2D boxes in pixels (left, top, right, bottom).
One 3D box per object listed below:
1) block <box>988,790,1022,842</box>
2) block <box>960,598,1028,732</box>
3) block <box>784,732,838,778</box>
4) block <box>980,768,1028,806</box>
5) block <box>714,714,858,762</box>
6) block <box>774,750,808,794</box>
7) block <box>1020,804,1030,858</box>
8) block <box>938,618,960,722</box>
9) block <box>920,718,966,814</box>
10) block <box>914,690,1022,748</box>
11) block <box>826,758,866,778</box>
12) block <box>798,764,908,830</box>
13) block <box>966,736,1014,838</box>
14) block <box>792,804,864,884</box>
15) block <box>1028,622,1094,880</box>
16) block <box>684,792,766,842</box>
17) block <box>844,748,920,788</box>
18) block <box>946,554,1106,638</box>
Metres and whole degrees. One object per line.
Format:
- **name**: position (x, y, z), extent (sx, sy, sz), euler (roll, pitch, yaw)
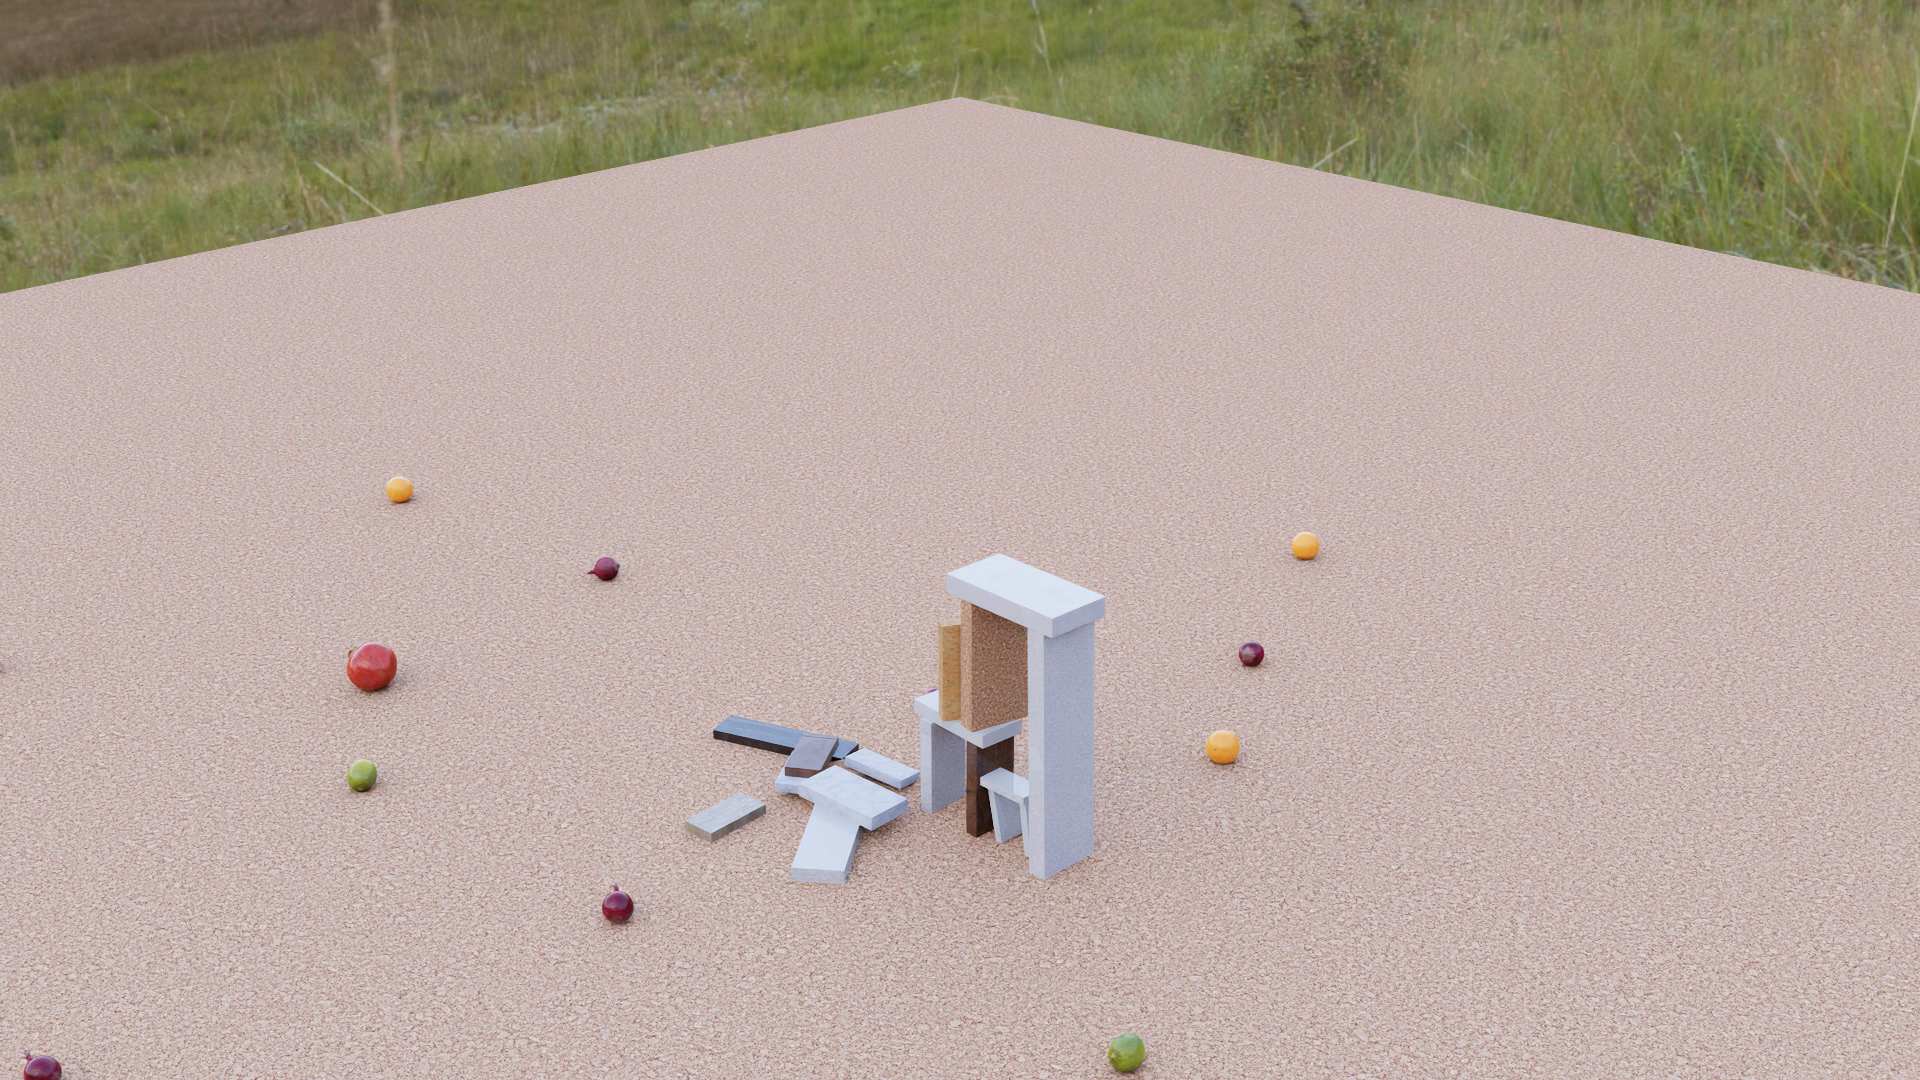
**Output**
- **block**: position (0.090, 0.533, 4.353), extent (0.058, 0.117, 0.017), euler (-20, 17, -39)
- **block**: position (0.072, 0.224, 4.270), extent (0.141, 0.282, 0.040), euler (-13, 26, -28)
- **block**: position (-0.308, 0.449, 4.574), extent (0.076, 0.022, 0.152), euler (4, 23, 10)
- **block**: position (0.101, 0.482, 4.302), extent (0.117, 0.017, 0.059), euler (21, 31, 41)
- **block**: position (-0.374, 0.431, 4.718), extent (0.313, 0.022, 0.076), euler (10, 25, 22)
- **block**: position (-0.330, 0.481, 4.551), extent (0.071, 0.020, 0.141), euler (5, 23, 11)
- **block**: position (0.147, 0.556, 4.300), extent (0.059, 0.117, 0.017), euler (-21, 22, -41)
- **block**: position (0.011, 0.251, 4.303), extent (0.103, 0.206, 0.029), euler (-7, 24, -15)
- **block**: position (-0.034, 0.441, 4.457), extent (0.029, 0.206, 0.103), euler (19, 30, 38)
- **block**: position (0.015, 0.349, 4.372), extent (0.103, 0.029, 0.206), euler (-19, 29, -37)
- **block**: position (-0.277, 0.492, 4.577), extent (0.141, 0.020, 0.071), euler (-11, 25, -24)
- **block**: position (-0.215, 0.518, 4.428), extent (0.206, 0.029, 0.103), euler (20, 30, 38)
- **block**: position (0.060, 0.479, 4.369), extent (0.103, 0.206, 0.029), euler (-20, 30, -39)
- **block**: position (-0.255, 0.589, 4.336), extent (0.103, 0.029, 0.280), euler (3, 23, 7)
- **block**: position (0.193, 0.388, 4.182), extent (0.040, 0.517, 0.141), euler (20, 30, 41)
- **block**: position (-0.471, 0.557, 4.420), extent (0.076, 0.022, 0.152), euler (18, 29, 37)
- **block**: position (-0.163, 0.476, 4.581), extent (0.141, 0.020, 0.071), euler (20, 20, 27)
- **block**: position (0.122, 0.103, 4.143), extent (0.141, 0.040, 0.282), euler (-20, 30, -39)
